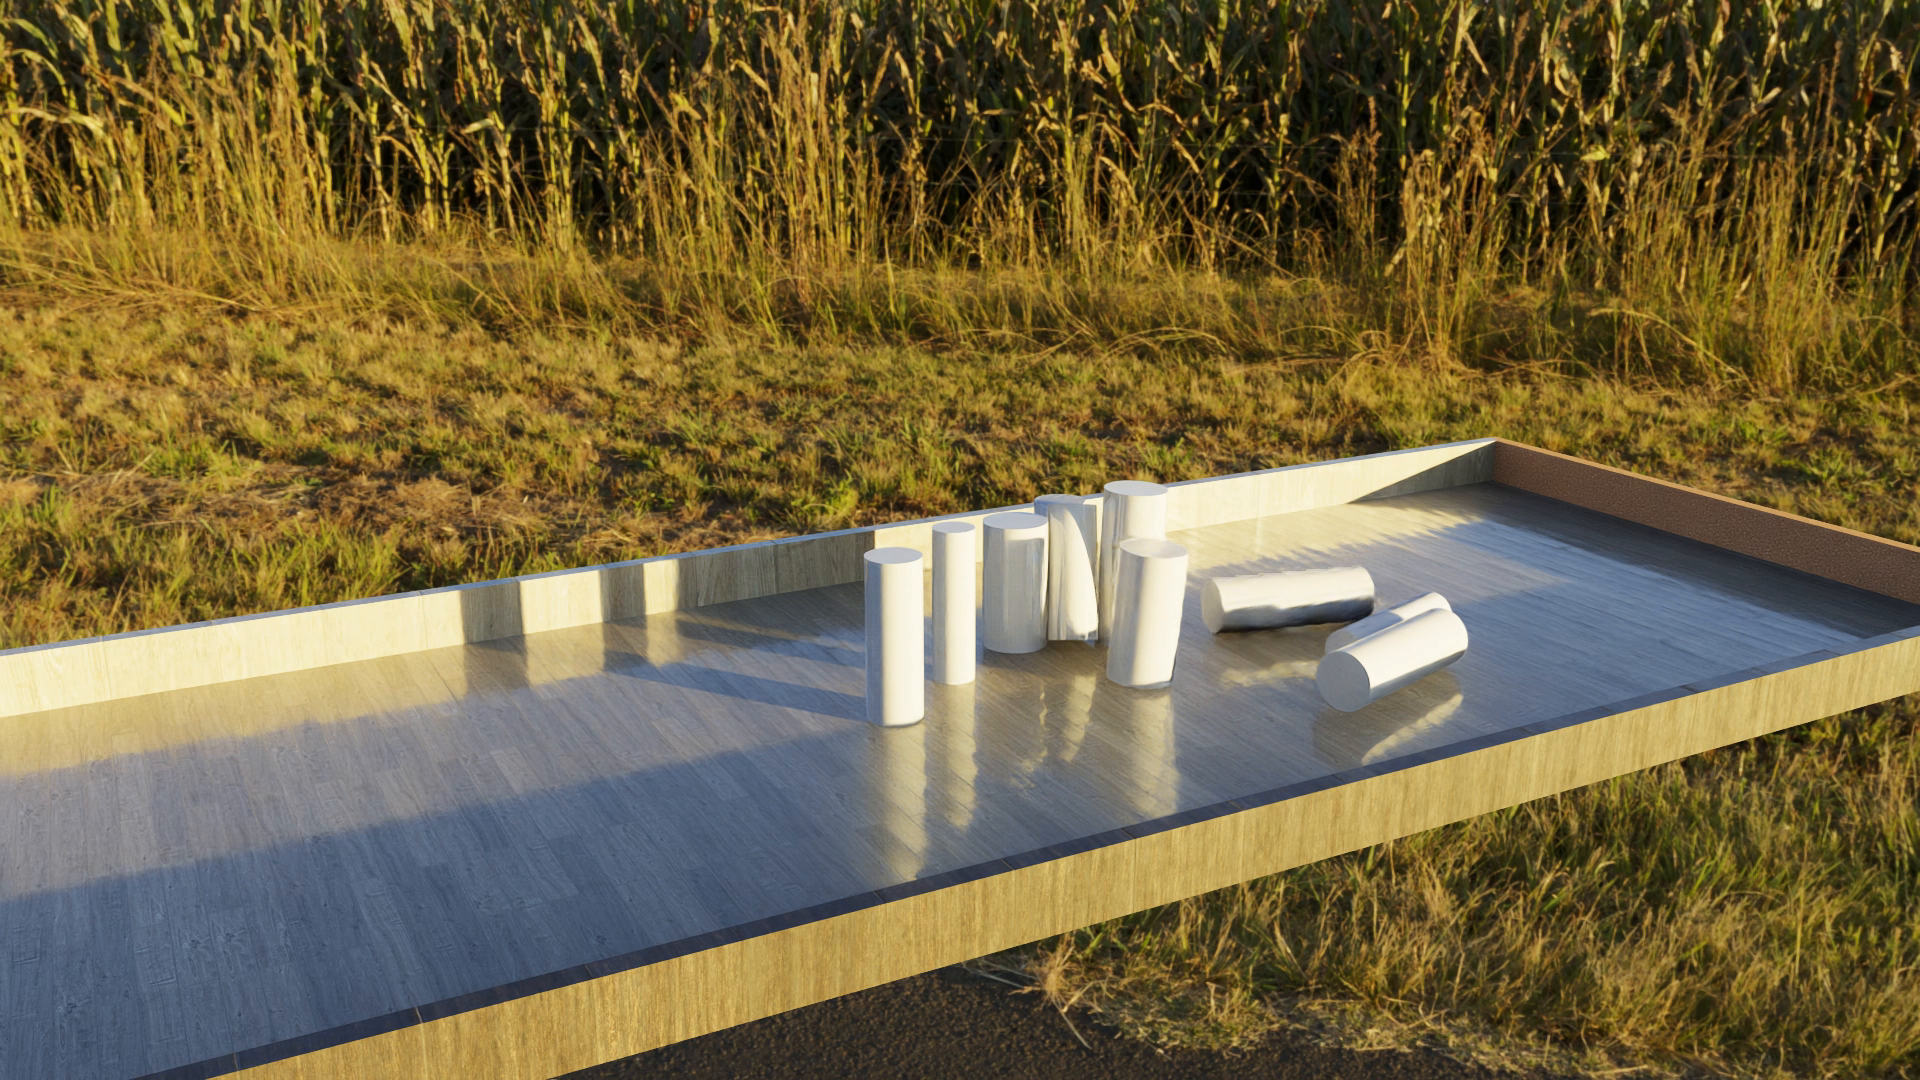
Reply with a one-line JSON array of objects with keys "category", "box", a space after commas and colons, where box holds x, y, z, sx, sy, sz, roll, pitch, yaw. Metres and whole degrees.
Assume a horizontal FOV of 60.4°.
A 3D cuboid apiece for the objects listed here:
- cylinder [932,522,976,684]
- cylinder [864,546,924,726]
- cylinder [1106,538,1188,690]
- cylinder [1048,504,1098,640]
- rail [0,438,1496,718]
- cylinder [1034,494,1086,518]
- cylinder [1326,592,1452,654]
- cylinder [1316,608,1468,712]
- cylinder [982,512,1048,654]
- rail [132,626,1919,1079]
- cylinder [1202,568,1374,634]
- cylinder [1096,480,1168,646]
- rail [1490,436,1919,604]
[{"category": "cylinder", "box": [-0.016, 0.157, 4.121, 0.108, 0.394, 0.108, 0, 16, 0]}, {"category": "cylinder", "box": [-0.154, 0.227, 3.874, 0.137, 0.400, 0.137, 0, 16, 0]}, {"category": "cylinder", "box": [0.465, 0.182, 4.112, 0.171, 0.340, 0.171, 4, 16, -1]}, {"category": "cylinder", "box": [0.299, 0.086, 4.385, 0.134, 0.357, 0.134, 0, -3, 0]}, {"category": "rail", "box": [-3.305, 0.497, 3.399, 12.000, 0.150, 0.050, -9, 18, -27]}, {"category": "cylinder", "box": [0.275, 0.051, 4.592, 0.142, 0.333, 0.142, 0, 16, 0]}, {"category": "cylinder", "box": [1.130, 0.240, 4.336, 0.114, 0.114, 0.439, 16, 22, 42]}, {"category": "cylinder", "box": [1.077, 0.293, 4.093, 0.458, 0.150, 0.150, -16, 23, -43]}, {"category": "cylinder", "box": [0.146, 0.111, 4.372, 0.174, 0.339, 0.174, 0, 16, 0]}, {"category": "rail", "box": [-2.336, 1.006, 1.665, 12.000, 0.150, 0.050, -9, 18, -27]}, {"category": "cylinder", "box": [0.901, 0.165, 4.531, 0.449, 0.147, 0.147, -4, 17, -14]}, {"category": "cylinder", "box": [0.454, 0.066, 4.374, 0.169, 0.420, 0.169, 2, 16, -1]}, {"category": "rail", "box": [2.466, -0.048, 5.253, 0.050, 0.150, 2.100, -9, 18, -27]}]
